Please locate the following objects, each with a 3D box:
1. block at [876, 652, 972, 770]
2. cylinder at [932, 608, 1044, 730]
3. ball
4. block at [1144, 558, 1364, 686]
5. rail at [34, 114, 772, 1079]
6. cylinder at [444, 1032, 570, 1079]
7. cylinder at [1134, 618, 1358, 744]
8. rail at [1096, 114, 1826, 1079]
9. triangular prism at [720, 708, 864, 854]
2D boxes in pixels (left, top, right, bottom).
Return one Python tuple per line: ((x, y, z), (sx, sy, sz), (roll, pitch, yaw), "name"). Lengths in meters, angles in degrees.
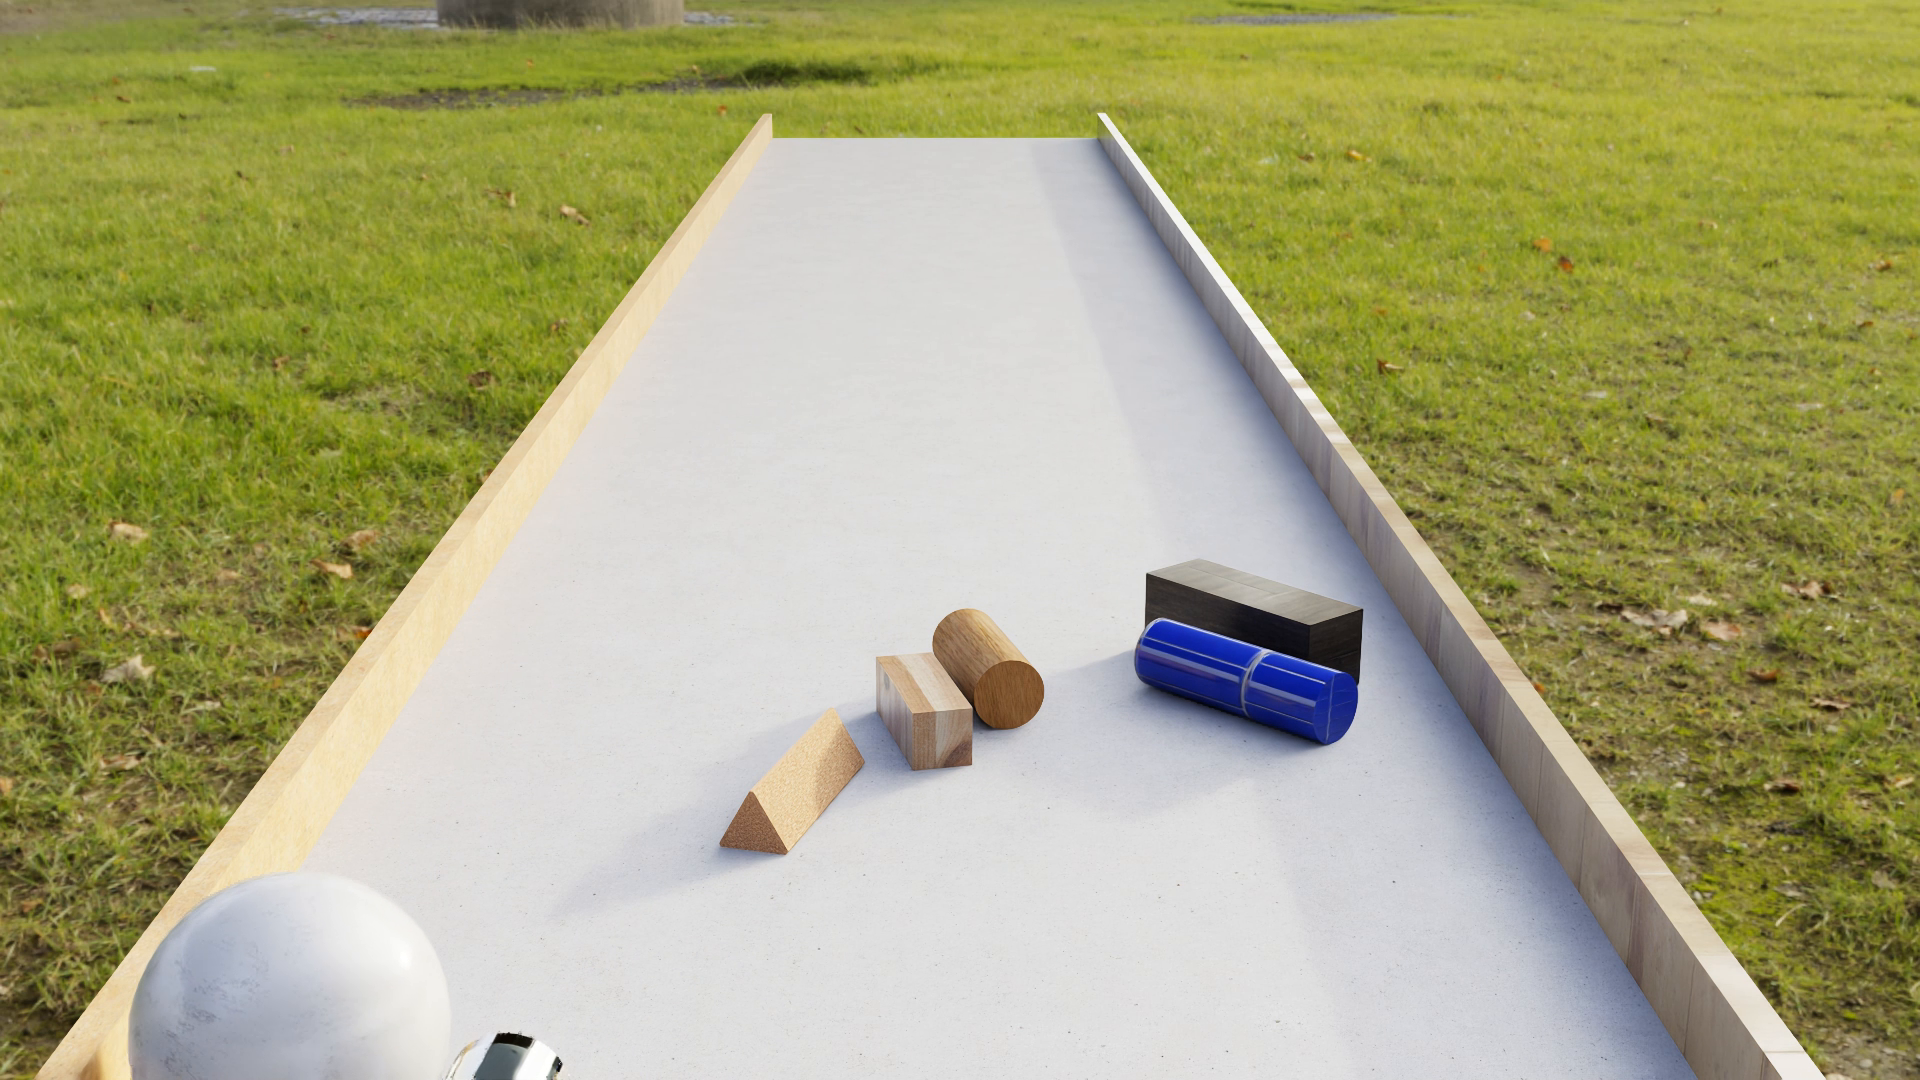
((-0.068, 0.308, 4.001), (0.108, 0.108, 0.303), (-4, 17, -14), "block")
((0.051, 0.241, 4.178), (0.135, 0.135, 0.311), (-4, 17, -14), "cylinder")
((-0.794, 0.583, 2.617), (0.370, 0.370, 0.370), (0, 17, 0), "ball")
((0.577, 0.174, 4.369), (0.156, 0.156, 0.435), (-14, 21, -38), "block")
((-1.118, -0.838, 7.780), (0.050, 0.150, 12.000), (0, 17, -1), "rail")
((-0.562, 0.722, 2.530), (0.153, 0.153, 0.348), (1, 17, 3), "cylinder")
((0.530, 0.260, 4.119), (0.134, 0.134, 0.429), (-15, 22, -42), "cylinder")
((0.932, -0.844, 7.801), (0.050, 0.150, 12.000), (0, 17, -1), "rail")
((-0.279, 0.396, 3.707), (0.117, 0.101, 0.390), (4, 17, 15), "triangular prism")
